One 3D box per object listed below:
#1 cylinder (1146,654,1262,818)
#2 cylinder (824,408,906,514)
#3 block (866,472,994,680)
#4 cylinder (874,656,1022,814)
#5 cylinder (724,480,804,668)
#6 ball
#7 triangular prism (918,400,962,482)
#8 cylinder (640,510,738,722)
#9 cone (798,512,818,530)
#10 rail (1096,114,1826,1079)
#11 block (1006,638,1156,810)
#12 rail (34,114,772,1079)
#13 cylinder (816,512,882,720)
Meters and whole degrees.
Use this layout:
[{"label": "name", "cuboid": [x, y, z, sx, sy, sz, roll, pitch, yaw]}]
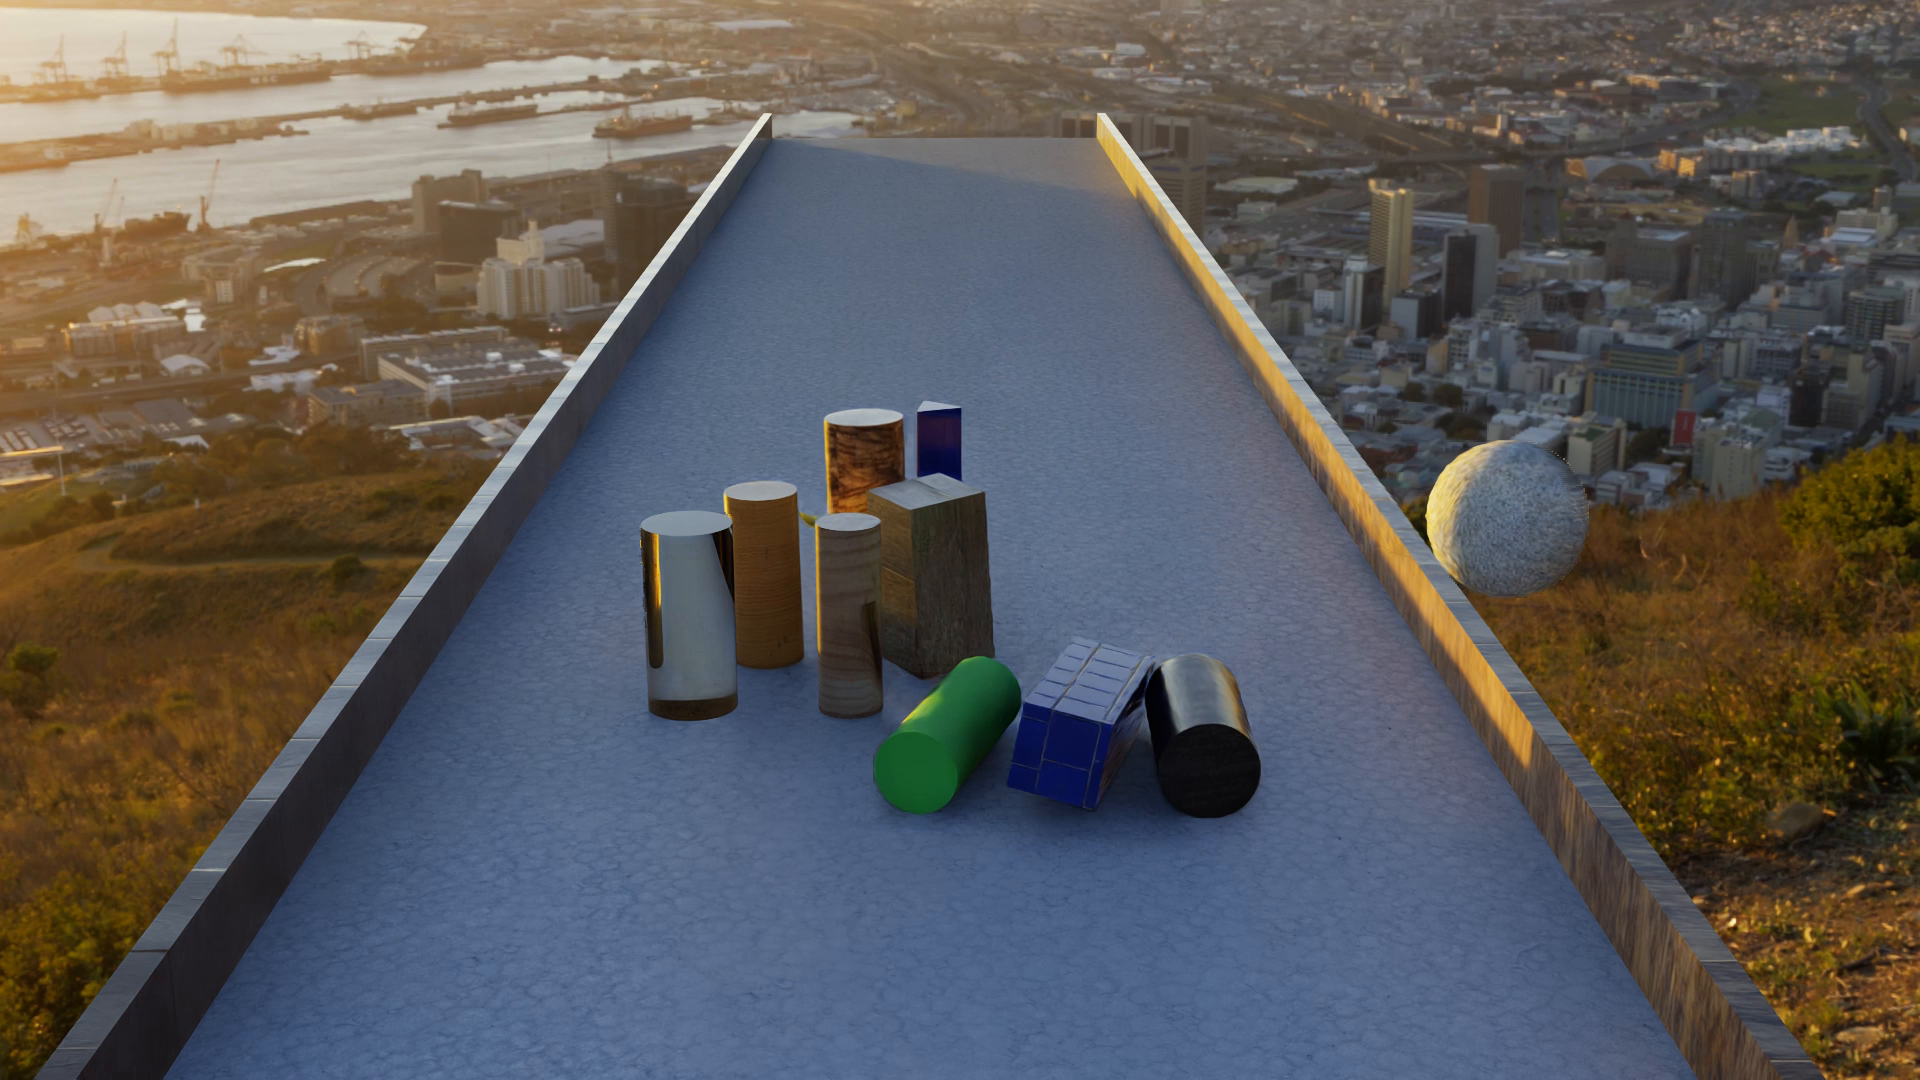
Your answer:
[{"label": "cylinder", "cuboid": [0.416, 0.334, 3.804, 0.170, 0.170, 0.343, 0, 17, 1]}, {"label": "cylinder", "cuboid": [-0.196, -0.050, 4.640, 0.165, 0.427, 0.165, -1, 16, 0]}, {"label": "block", "cuboid": [-0.058, 0.069, 4.361, 0.171, 0.350, 0.171, -14, 21, -29]}, {"label": "cylinder", "cuboid": [-0.016, 0.335, 3.840, 0.146, 0.146, 0.397, 5, 17, 16]}, {"label": "cylinder", "cuboid": [-0.389, 0.069, 4.381, 0.144, 0.348, 0.144, -1, 17, 0]}, {"label": "ball", "cuboid": [0.936, -0.036, 3.766, 0.270, 0.270, 0.270, 0, 17, 0]}, {"label": "triangular prism", "cuboid": [-0.061, -0.107, 4.892, 0.103, 0.396, 0.089, -7, 18, -22]}, {"label": "cylinder", "cuboid": [-0.506, 0.141, 4.123, 0.170, 0.359, 0.170, 0, 17, 0]}, {"label": "cone", "cuboid": [-0.182, 0.027, 4.496, 0.413, 0.165, 0.165, 29, 0, -32]}, {"label": "rail", "cuboid": [0.932, -0.844, 7.801, 0.050, 0.150, 12.000, 0, 17, -1]}, {"label": "block", "cuboid": [0.216, 0.310, 3.817, 0.150, 0.150, 0.440, 14, 15, 11]}, {"label": "rail", "cuboid": [-1.118, -0.838, 7.780, 0.050, 0.150, 12.000, 0, 17, -1]}, {"label": "cylinder", "cuboid": [-0.206, 0.141, 4.109, 0.121, 0.366, 0.121, 0, 17, 0]}]
